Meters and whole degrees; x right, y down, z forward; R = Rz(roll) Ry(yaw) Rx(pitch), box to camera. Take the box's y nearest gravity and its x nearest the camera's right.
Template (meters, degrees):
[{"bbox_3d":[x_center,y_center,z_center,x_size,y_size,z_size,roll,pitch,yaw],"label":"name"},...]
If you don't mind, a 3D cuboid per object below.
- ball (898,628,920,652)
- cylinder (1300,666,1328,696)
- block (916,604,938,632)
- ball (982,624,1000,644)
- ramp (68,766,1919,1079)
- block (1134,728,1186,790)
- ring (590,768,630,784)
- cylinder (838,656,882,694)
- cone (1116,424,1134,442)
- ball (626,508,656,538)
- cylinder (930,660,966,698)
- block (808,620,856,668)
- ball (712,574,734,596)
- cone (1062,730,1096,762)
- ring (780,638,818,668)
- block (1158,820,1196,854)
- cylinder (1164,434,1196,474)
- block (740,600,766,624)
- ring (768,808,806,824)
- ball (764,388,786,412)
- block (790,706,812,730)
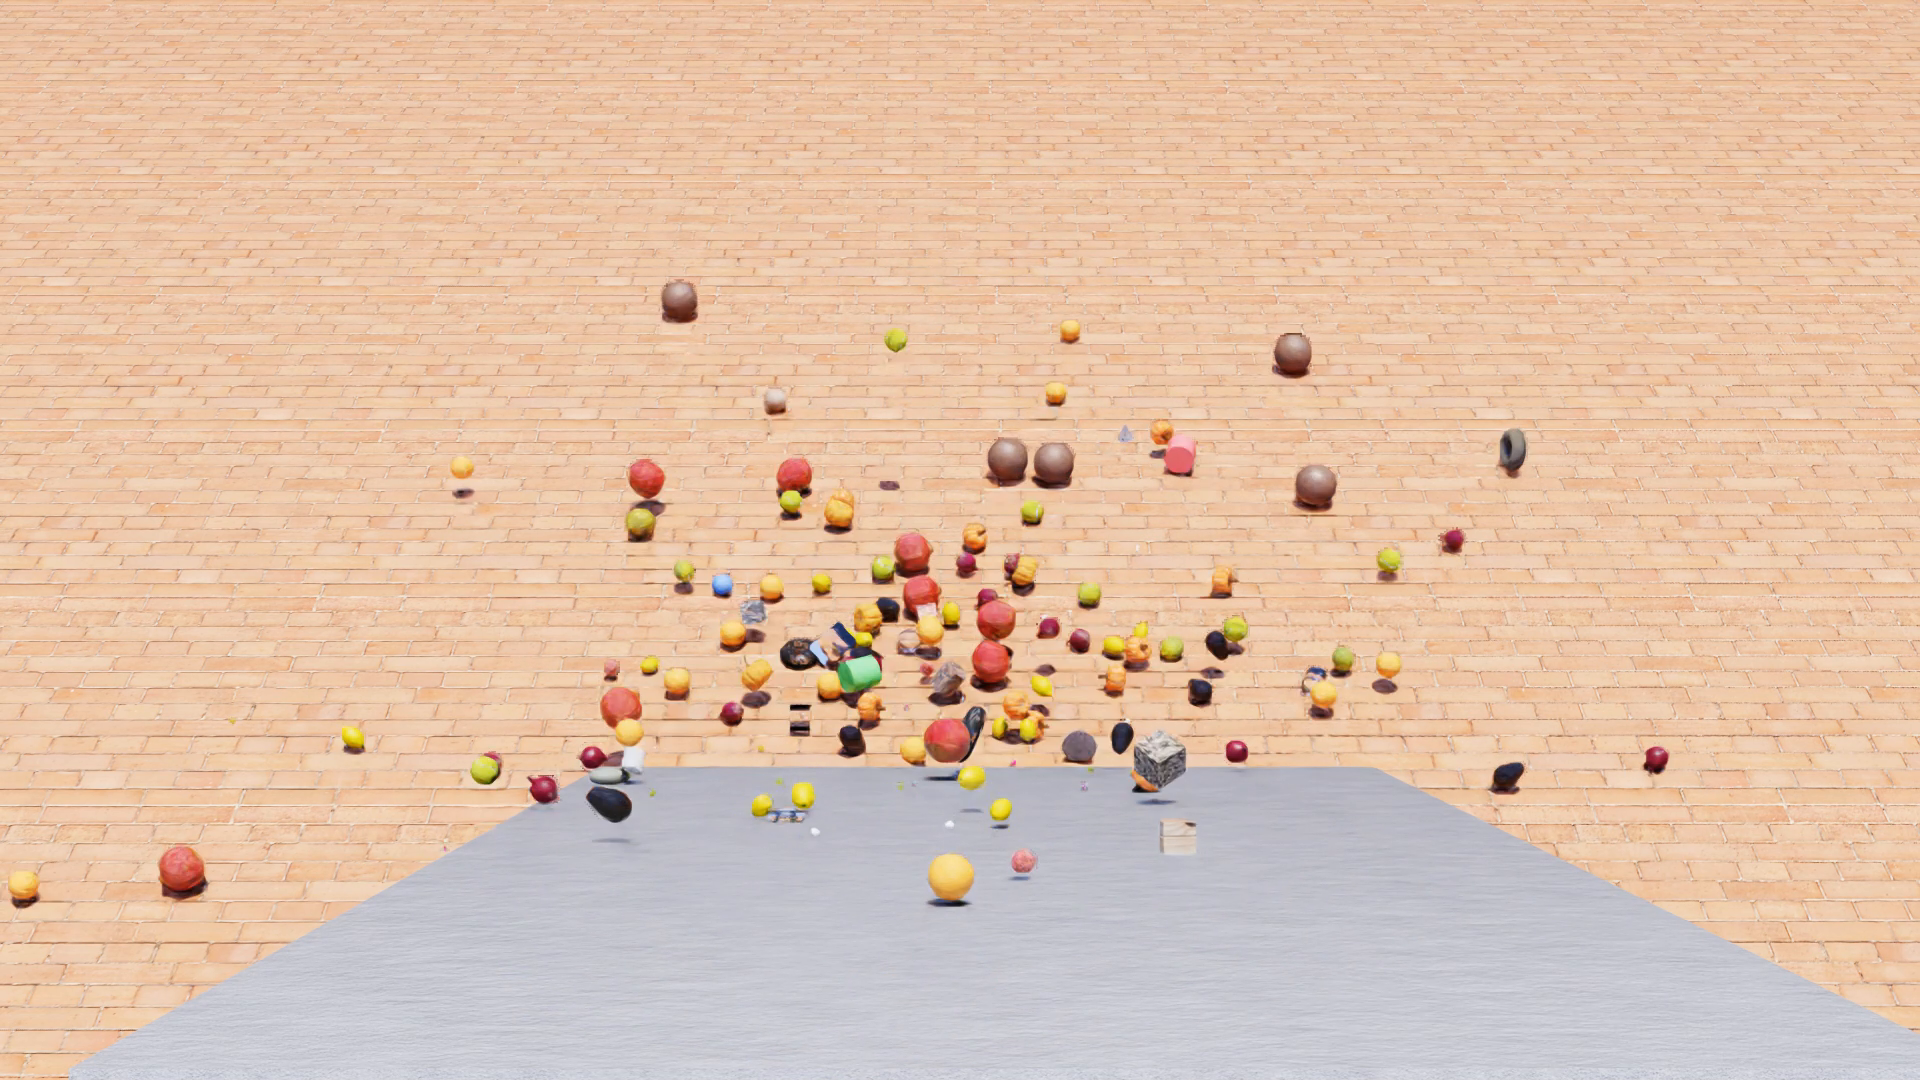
[{"bbox_3d":[-0.143,0.284,7.295,0.066,0.066,0.066,0,31,0],"label":"ball"},{"bbox_3d":[0.972,0.389,7.117,0.060,0.060,0.060,11,32,18],"label":"cylinder"},{"bbox_3d":[-0.096,0.221,7.399,0.054,0.054,0.054,-5,44,-9],"label":"block"},{"bbox_3d":[0.087,0.267,7.333,0.055,0.055,0.055,0,31,0],"label":"ball"},{"bbox_3d":[0.070,0.619,4.699,2.000,0.100,4.000,0,-1,0],"label":"ramp"},{"bbox_3d":[0.435,0.477,5.638,0.079,0.079,0.079,-29,46,-28],"label":"block"},{"bbox_3d":[-0.842,0.567,6.223,0.097,0.032,0.097,-1,0,0],"label":"ring"},{"bbox_3d":[-0.274,0.366,7.071,0.086,0.086,0.086,-14,34,-30],"label":"cylinder"},{"bbox_3d":[0.532,-0.352,8.347,0.055,0.055,0.055,0,31,0],"label":"cone"},{"bbox_3d":[-0.965,-0.052,7.820,0.091,0.091,0.091,0,31,0],"label":"ball"},{"bbox_3d":[-0.032,0.379,7.076,0.073,0.073,0.073,35,18,-13],"label":"cylinder"},{"bbox_3d":[-0.355,0.292,7.235,0.079,0.079,0.079,50,42,1],"label":"block"},{"bbox_3d":[-0.692,0.130,7.550,0.062,0.062,0.062,0,31,0],"label":"ball"},{"bbox_3d":[0.320,0.524,6.870,0.092,0.092,0.092,3,26,5],"label":"cone"},{"bbox_3d":[-0.448,0.318,7.267,0.116,0.039,0.116,0,33,0],"label":"ring"},{"bbox_3d":[0.395,0.540,4.718,0.057,0.057,0.057,0,-1,-4],"label":"block"},{"bbox_3d":[0.696,-0.271,8.166,0.093,0.093,0.093,6,27,9],"label":"cylinder"},{"bbox_3d":[-0.585,0.205,7.327,0.054,0.054,0.054,-8,10,16],"label":"block"},{"bbox_3d":[-0.354,0.561,5.278,0.078,0.026,0.078,0,1,0],"label":"ring"},{"bbox_3d":[-0.607,-0.458,8.499,0.078,0.078,0.078,0,31,0],"label":"ball"},{"bbox_3d":[-0.429,0.477,6.972,0.055,0.055,0.055,0,10,-1],"label":"block"}]
